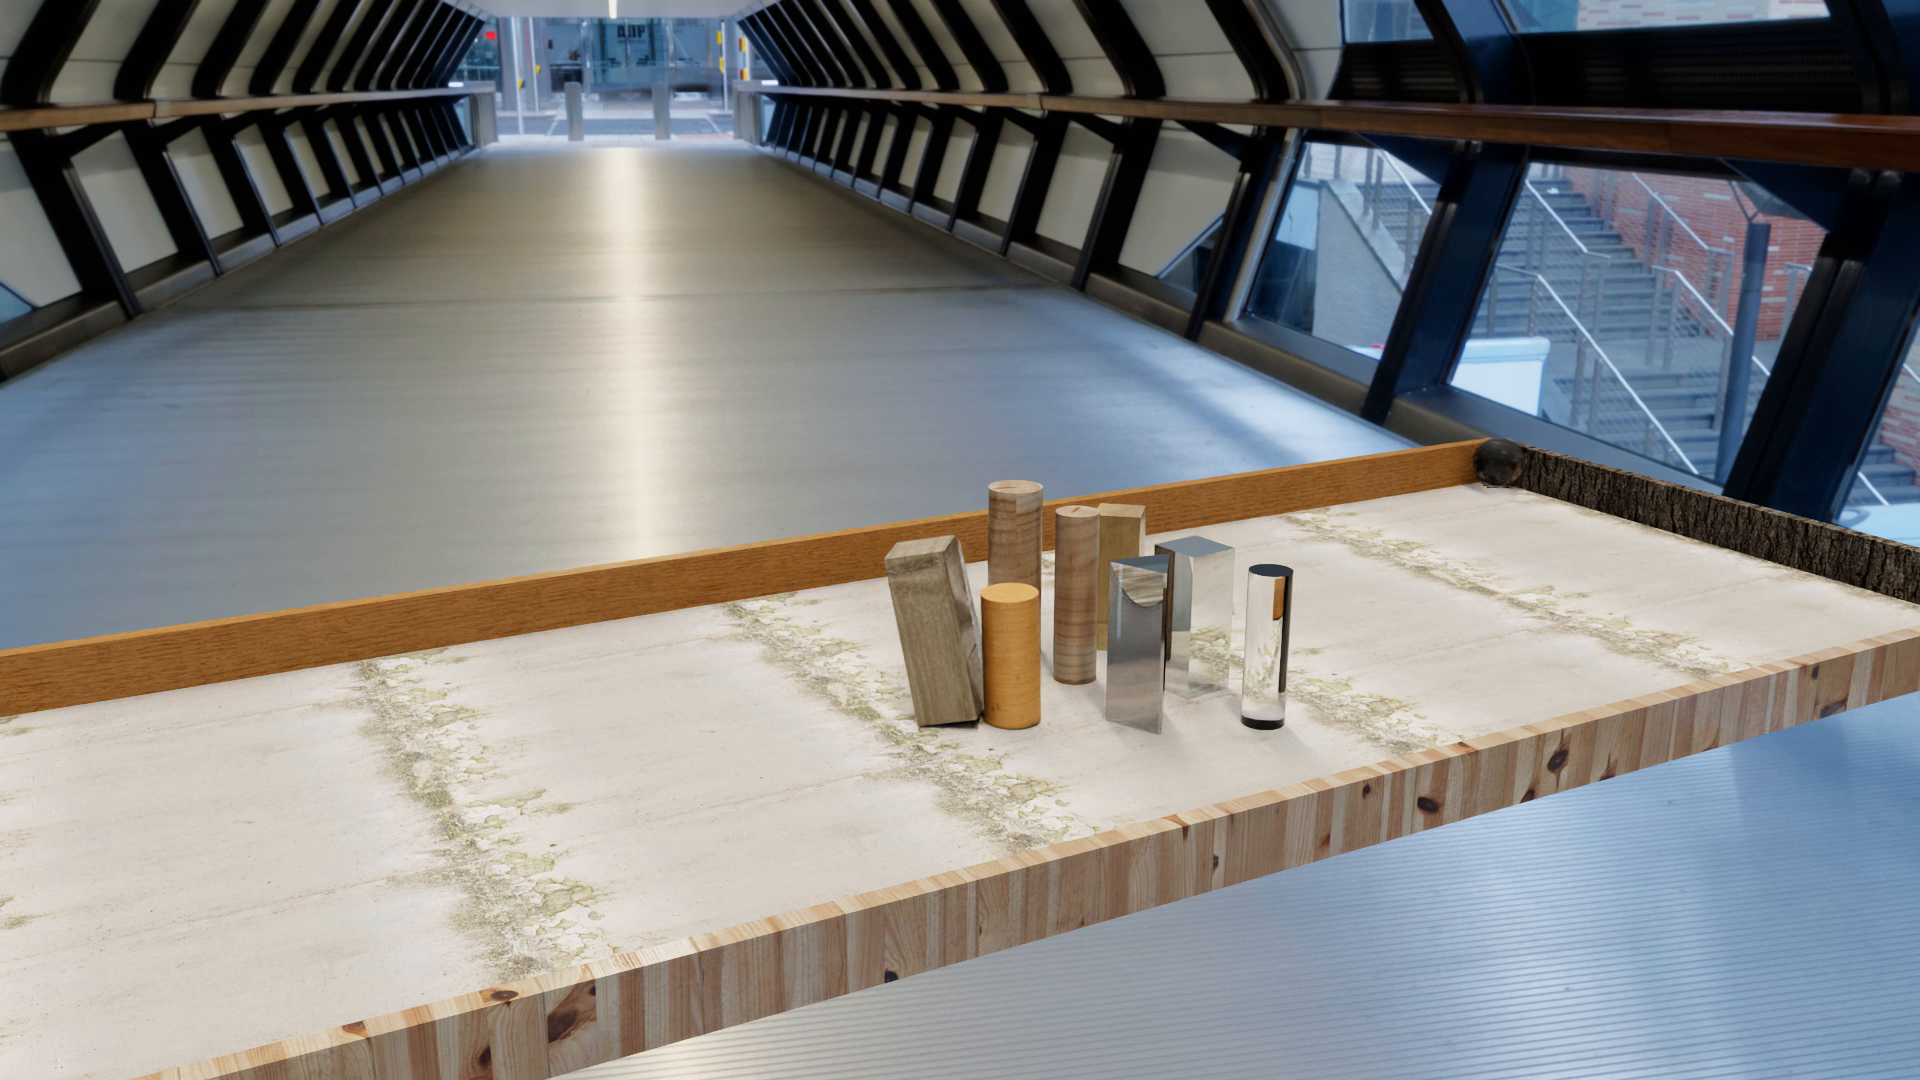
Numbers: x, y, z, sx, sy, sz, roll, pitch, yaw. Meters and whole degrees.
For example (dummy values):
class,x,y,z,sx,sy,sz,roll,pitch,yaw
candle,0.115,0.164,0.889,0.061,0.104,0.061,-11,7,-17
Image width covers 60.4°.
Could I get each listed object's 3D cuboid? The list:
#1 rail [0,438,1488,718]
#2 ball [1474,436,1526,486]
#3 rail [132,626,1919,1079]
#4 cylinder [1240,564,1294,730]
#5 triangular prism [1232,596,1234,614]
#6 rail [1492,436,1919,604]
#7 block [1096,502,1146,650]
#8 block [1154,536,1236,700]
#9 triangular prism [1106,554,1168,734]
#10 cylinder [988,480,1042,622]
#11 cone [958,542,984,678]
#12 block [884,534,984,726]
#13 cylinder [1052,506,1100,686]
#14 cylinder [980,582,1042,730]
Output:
class,x,y,z,sx,sy,sz,roll,pitch,yaw
rail,-3.305,0.497,3.399,12.000,0.150,0.050,-9,18,-27
ball,1.944,-0.283,5.948,0.178,0.178,0.178,0,16,0
rail,-2.336,1.006,1.665,12.000,0.150,0.050,-9,18,-27
cylinder,0.714,0.249,3.841,0.103,0.375,0.103,0,16,0
triangular prism,0.592,0.142,4.681,0.356,0.103,0.118,0,16,-1
rail,2.466,-0.048,5.253,0.050,0.150,2.100,-9,18,-27
block,0.418,0.100,4.359,0.121,0.370,0.121,4,17,12
block,0.572,0.189,4.068,0.138,0.363,0.138,-11,20,-34
triangular prism,0.445,0.235,3.858,0.152,0.393,0.132,13,21,37
cylinder,0.143,0.074,4.317,0.142,0.442,0.142,0,16,0
cone,-0.001,0.173,4.122,0.157,0.364,0.157,0,16,0
block,-0.055,0.212,3.867,0.144,0.410,0.144,-8,14,12
cylinder,0.290,0.138,4.113,0.110,0.435,0.110,0,16,0
cylinder,0.120,0.272,3.861,0.135,0.316,0.135,-2,18,1
